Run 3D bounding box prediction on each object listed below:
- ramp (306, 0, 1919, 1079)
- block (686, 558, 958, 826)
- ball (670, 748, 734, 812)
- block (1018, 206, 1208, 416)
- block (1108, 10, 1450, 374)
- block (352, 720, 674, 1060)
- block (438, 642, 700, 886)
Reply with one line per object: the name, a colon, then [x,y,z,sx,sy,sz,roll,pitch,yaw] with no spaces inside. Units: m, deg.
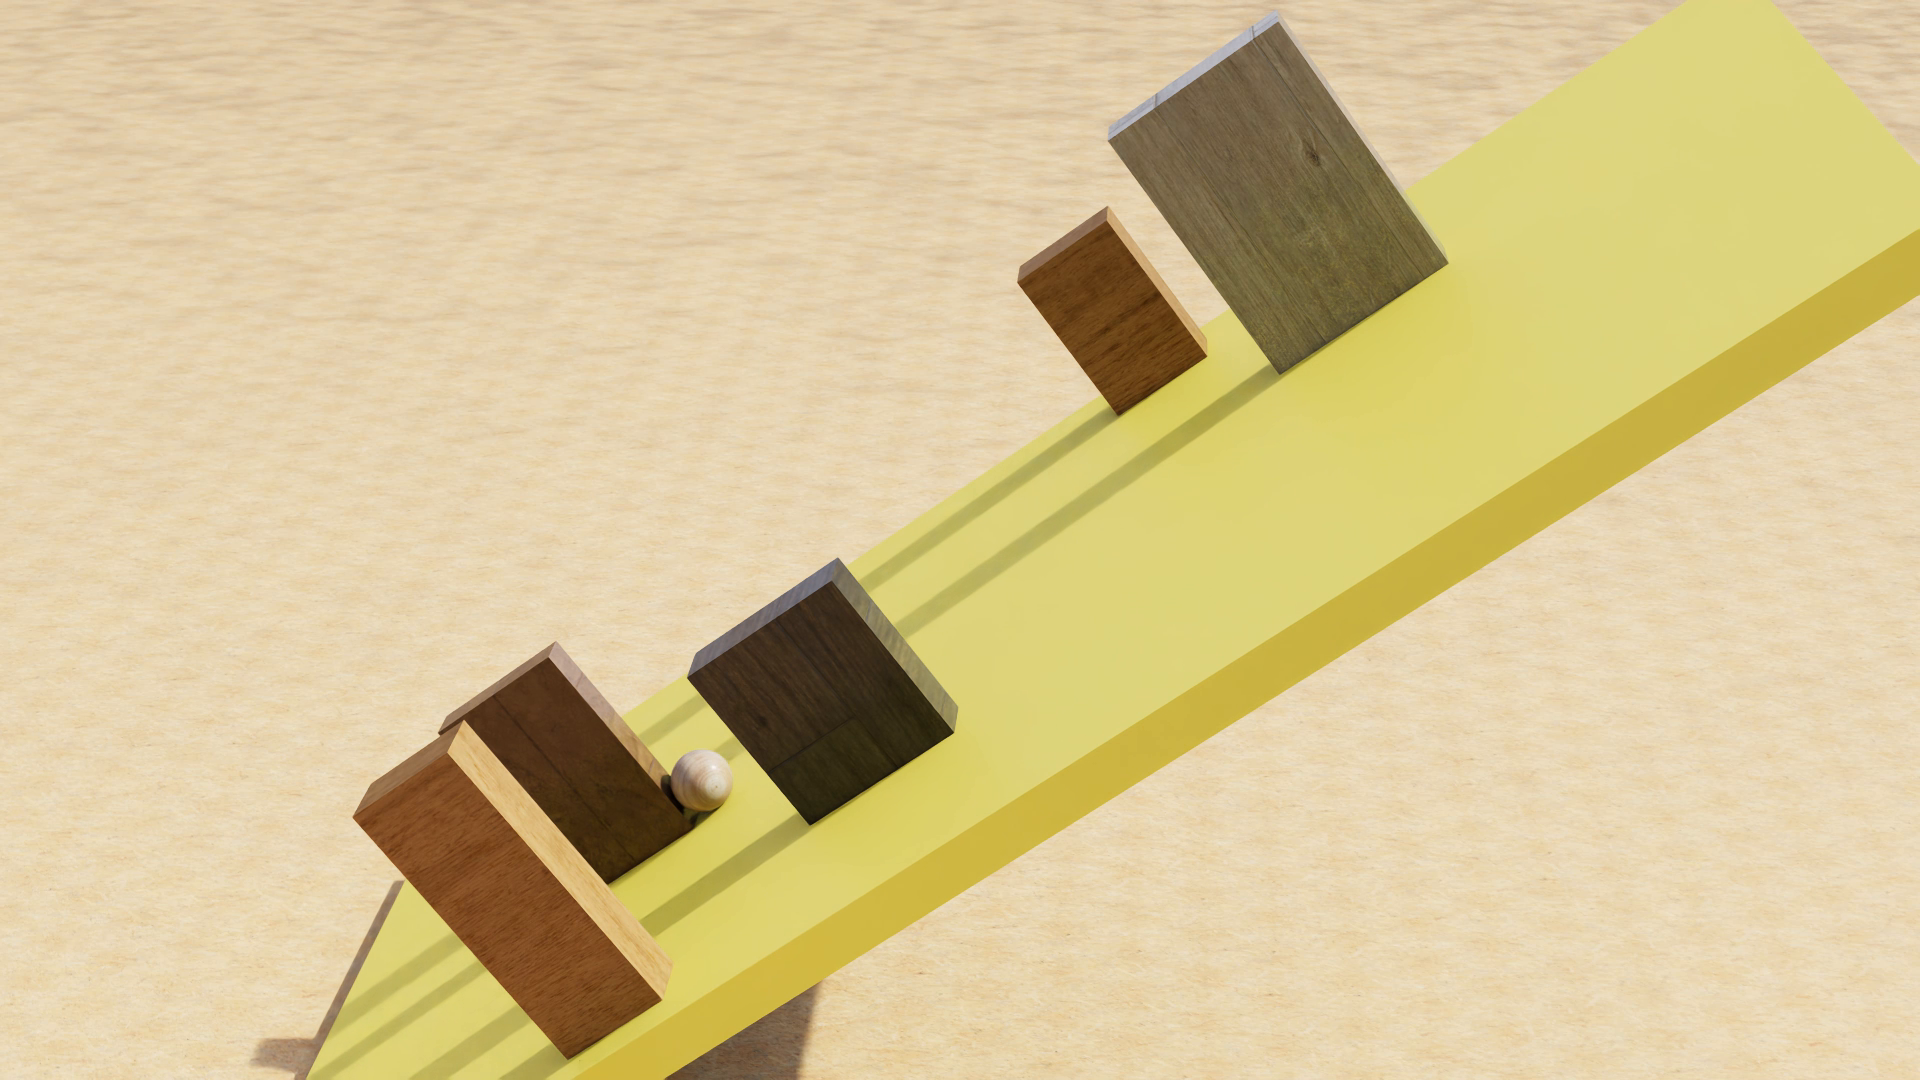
ramp: [0.131,0.177,6.317,4.000,0.100,2.000,-34,16,16]
block: [-0.274,0.307,5.910,0.366,0.403,0.121,-34,16,16]
ball: [-0.565,0.526,6.436,0.138,0.138,0.138,0,22,0]
block: [0.359,-0.536,6.893,0.256,0.403,0.129,-34,16,16]
block: [0.682,-0.740,6.302,0.435,0.641,0.122,-34,16,16]
block: [-0.859,0.681,5.695,0.240,0.648,0.141,-34,16,16]
block: [-0.856,0.509,6.451,0.317,0.503,0.086,-34,16,16]
